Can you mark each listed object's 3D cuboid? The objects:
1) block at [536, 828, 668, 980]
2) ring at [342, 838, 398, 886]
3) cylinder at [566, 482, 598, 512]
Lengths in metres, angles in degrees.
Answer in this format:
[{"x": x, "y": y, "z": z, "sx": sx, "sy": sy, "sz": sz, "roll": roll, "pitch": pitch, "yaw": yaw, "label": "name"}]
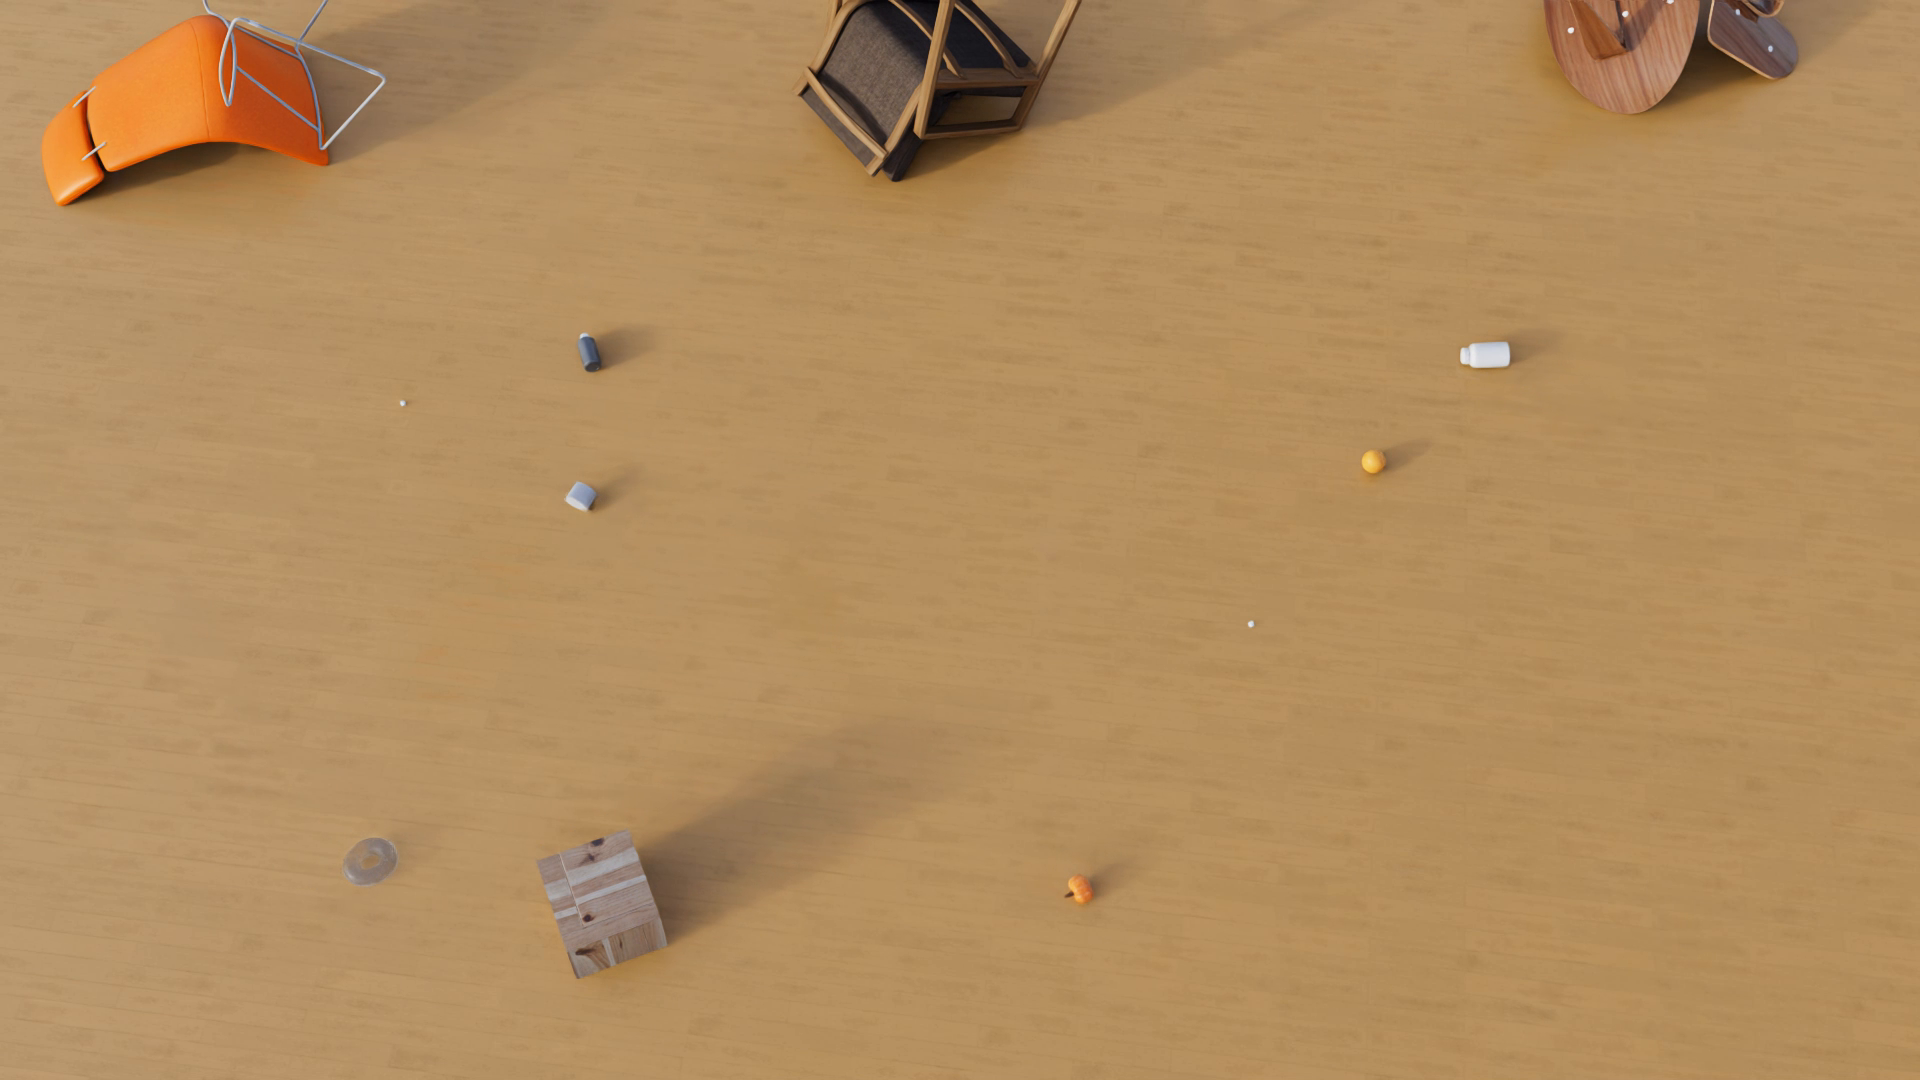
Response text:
[{"x": -0.946, "y": 0.962, "z": 5.820, "sx": 0.252, "sy": 0.179, "sz": 0.277, "roll": -19, "pitch": 58, "yaw": -12, "label": "block"}, {"x": -1.599, "y": 0.872, "z": 5.959, "sx": 0.150, "sy": 0.050, "sz": 0.133, "roll": -34, "pitch": 64, "yaw": -22, "label": "ring"}, {"x": -1.141, "y": -0.130, "z": 6.630, "sx": 0.075, "sy": 0.050, "sz": 0.060, "roll": 29, "pitch": 60, "yaw": 0, "label": "cylinder"}]
